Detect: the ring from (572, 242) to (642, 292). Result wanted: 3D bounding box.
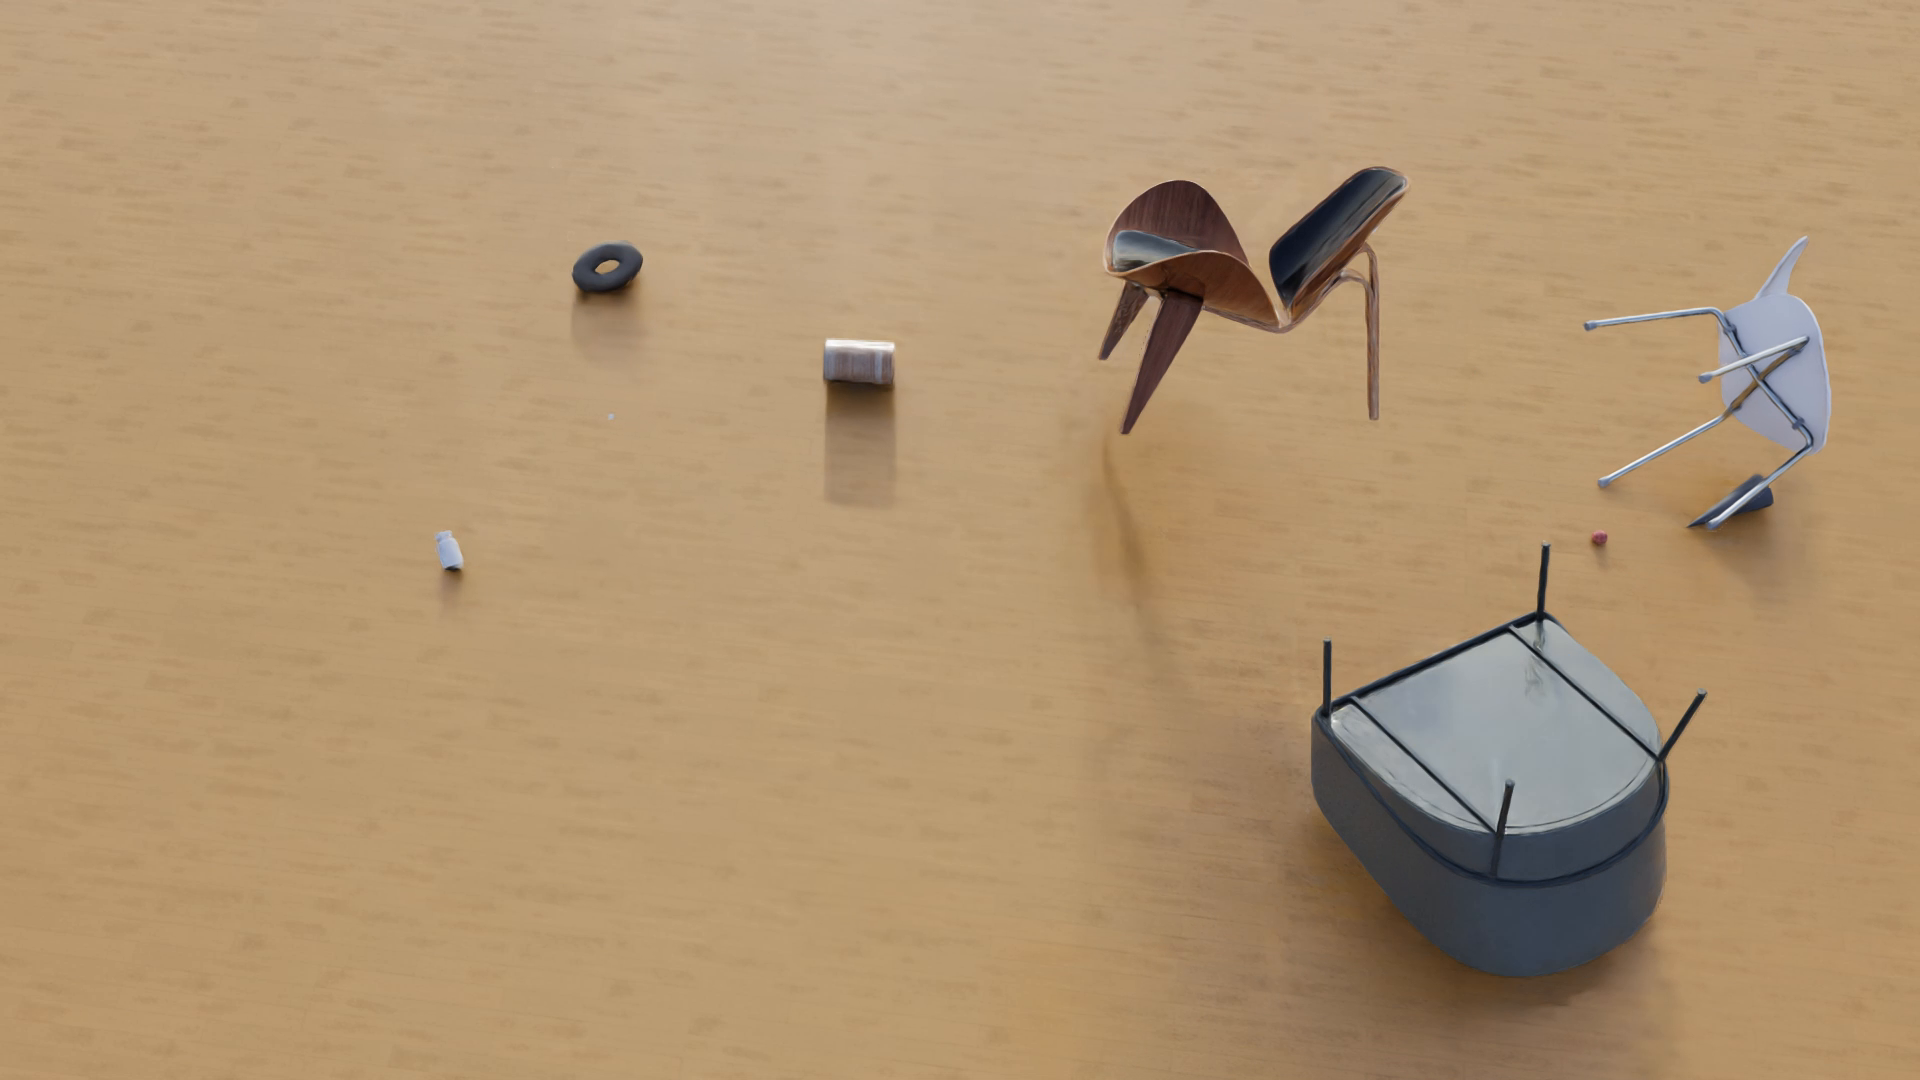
[{"bbox_3d":[-1.140,-0.882,7.107,0.235,0.077,0.155,-22,74,-9],"label":"ring"}]

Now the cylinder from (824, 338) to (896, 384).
[{"bbox_3d":[-0.313,-0.557,6.860,0.211,0.129,0.168,3,17,2],"label":"cylinder"}]

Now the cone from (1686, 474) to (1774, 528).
[{"bbox_3d":[2.293,-0.093,6.600,0.264,0.124,0.104,-26,62,-1],"label":"cone"}]
